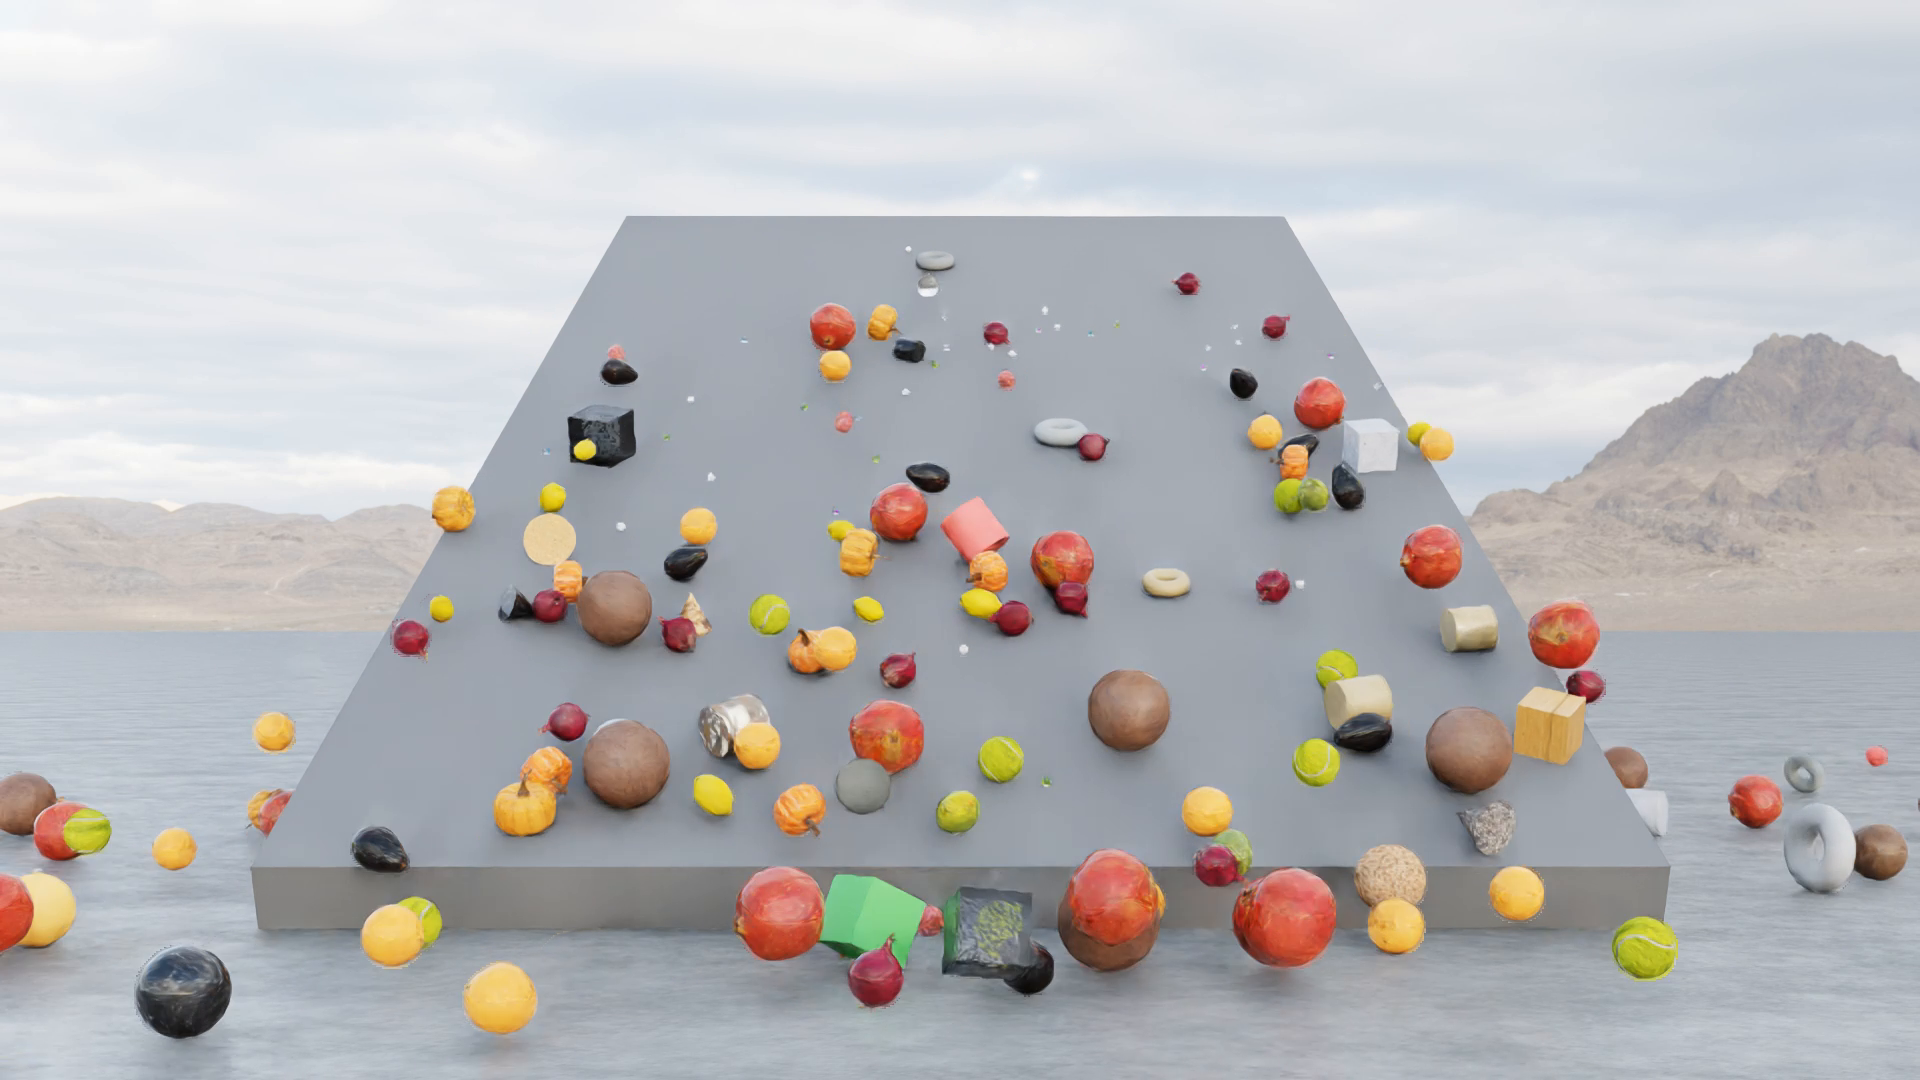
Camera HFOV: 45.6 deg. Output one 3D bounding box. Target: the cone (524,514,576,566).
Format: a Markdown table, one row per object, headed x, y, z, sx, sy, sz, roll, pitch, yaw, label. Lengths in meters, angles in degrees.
| x | y | z | sx | sy | sz | roll | pitch | yaw | label |
| --- | --- | --- | --- | --- | --- | --- | --- | --- | --- |
| -0.772 | 0.004 | 4.330 | 0.098 | 0.098 | 0.098 | 0 | -5 | -3 | cone |

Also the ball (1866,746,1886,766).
| x | y | z | sx | sy | sz | roll | pitch | yaw | label |
| --- | --- | --- | --- | --- | --- | --- | --- | --- | --- |
| 2.798 | 0.661 | 6.978 | 0.060 | 0.060 | 0.060 | 0 | -2 | 0 | ball |

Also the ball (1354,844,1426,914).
| x | y | z | sx | sy | sz | roll | pitch | yaw | label |
| --- | --- | --- | --- | --- | --- | --- | --- | --- | --- |
| 0.579 | 0.457 | 3.074 | 0.094 | 0.094 | 0.094 | 0 | -2 | 0 | ball |

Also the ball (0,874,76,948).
| x | y | z | sx | sy | sz | roll | pitch | yaw | label |
| --- | --- | --- | --- | --- | --- | --- | --- | --- | --- |
| -1.241 | 0.497 | 3.070 | 0.098 | 0.098 | 0.098 | 0 | -2 | 0 | ball |

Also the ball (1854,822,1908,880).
| x | y | z | sx | sy | sz | roll | pitch | yaw | label |
| --- | --- | --- | --- | --- | --- | --- | --- | --- | --- |
| 1.555 | 0.527 | 3.870 | 0.097 | 0.097 | 0.097 | 0 | -2 | 0 | ball |

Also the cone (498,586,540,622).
| x | y | z | sx | sy | sz | roll | pitch | yaw | label |
| --- | --- | --- | --- | --- | --- | --- | --- | --- | --- |
| -0.772 | 0.121 | 4.048 | 0.066 | 0.066 | 0.066 | 19 | -12 | -31 | cone |

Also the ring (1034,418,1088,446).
| x | y | z | sx | sy | sz | roll | pitch | yaw | label |
| --- | --- | --- | --- | --- | --- | --- | --- | --- | --- |
| 0.219 | -0.233 | 4.954 | 0.116 | 0.039 | 0.116 | 1 | 21 | -1 | ring |

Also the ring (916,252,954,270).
| x | y | z | sx | sy | sz | roll | pitch | yaw | label |
| --- | --- | --- | --- | --- | --- | --- | --- | --- | --- |
| -0.070 | -0.777 | 6.359 | 0.109 | 0.036 | 0.109 | 0 | 23 | 0 | ring |

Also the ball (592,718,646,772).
| x | y | z | sx | sy | sz | roll | pitch | yaw | label |
| --- | --- | --- | --- | --- | --- | --- | --- | --- | --- |
| -0.520 | 0.313 | 3.480 | 0.082 | 0.082 | 0.082 | 0 | -2 | 0 | ball |

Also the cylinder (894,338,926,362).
| x | y | z | sx | sy | sz | roll | pitch | yaw | label |
| --- | --- | --- | --- | --- | --- | --- | --- | --- | --- |
| -0.121 | -0.459 | 5.513 | 0.053 | 0.053 | 0.053 | 14 | 6 | 32 | cylinder |

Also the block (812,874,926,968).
| x | y | z | sx | sy | sz | roll | pitch | yaw | label |
| --- | --- | --- | --- | --- | --- | --- | --- | --- | --- |
| -0.114 | 0.476 | 2.855 | 0.087 | 0.087 | 0.087 | 32 | -23 | -30 | block |

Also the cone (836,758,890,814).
| x | y | z | sx | sy | sz | roll | pitch | yaw | label |
| --- | --- | --- | --- | --- | --- | --- | --- | --- | --- |
| -0.139 | 0.367 | 3.406 | 0.082 | 0.082 | 0.082 | 0 | -6 | 6 | cone |

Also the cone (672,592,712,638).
| x | y | z | sx | sy | sz | roll | pitch | yaw | label |
| --- | --- | --- | --- | --- | --- | --- | --- | --- | --- |
| -0.468 | 0.124 | 3.986 | 0.070 | 0.070 | 0.070 | 0 | 21 | 0 | cone |

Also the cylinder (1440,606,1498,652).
| x | y | z | sx | sy | sz | roll | pitch | yaw | label |
| --- | --- | --- | --- | --- | --- | --- | --- | --- | --- |
| 0.872 | 0.152 | 3.910 | 0.074 | 0.074 | 0.074 | -5 | -1 | -9 | cylinder |

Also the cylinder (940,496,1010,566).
| x | y | z | sx | sy | sz | roll | pitch | yaw | label |
| --- | --- | --- | --- | --- | --- | --- | --- | --- | --- |
| 0.028 | -0.015 | 4.258 | 0.093 | 0.093 | 0.093 | -36 | -11 | -8 | cylinder |

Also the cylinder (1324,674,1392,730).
| x | y | z | sx | sy | sz | roll | pitch | yaw | label |
| --- | --- | --- | --- | --- | --- | --- | --- | --- | --- |
| 0.630 | 0.257 | 3.613 | 0.080 | 0.080 | 0.080 | -6 | 0 | -18 | cylinder |

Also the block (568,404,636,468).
| x | y | z | sx | sy | sz | roll | pitch | yaw | label |
| --- | --- | --- | --- | --- | --- | --- | --- | --- | --- |
| -0.757 | -0.221 | 4.833 | 0.099 | 0.099 | 0.099 | 9 | 23 | 23 | block |

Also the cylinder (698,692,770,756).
| x | y | z | sx | sy | sz | roll | pitch | yaw | label |
| --- | --- | --- | --- | --- | --- | --- | --- | --- | --- |
| -0.351 | 0.287 | 3.551 | 0.080 | 0.080 | 0.080 | -19 | 11 | -40 | cylinder |

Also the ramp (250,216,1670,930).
| x | y | z | sx | sy | sz | roll | pitch | yaw | label |
| --- | --- | --- | --- | --- | --- | --- | --- | --- | --- |
| -0.006 | -0.216 | 5.099 | 2.000 | 0.100 | 4.000 | 0 | 21 | 0 | ramp |

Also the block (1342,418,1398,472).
| x | y | z | sx | sy | sz | roll | pitch | yaw | label |
| --- | --- | --- | --- | --- | --- | --- | --- | --- | --- |
| 0.863 | -0.199 | 4.803 | 0.086 | 0.086 | 0.086 | -5 | 22 | -12 | block |

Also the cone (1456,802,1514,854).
| x | y | z | sx | sy | sz | roll | pitch | yaw | label |
| --- | --- | --- | --- | --- | --- | --- | --- | --- | --- |
| 0.739 | 0.401 | 3.276 | 0.079 | 0.079 | 0.079 | 1 | 10 | -33 | cone |

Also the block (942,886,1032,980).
| x | y | z | sx | sy | sz | roll | pitch | yaw | label |
| --- | --- | --- | --- | --- | --- | --- | --- | --- | --- |
| 0.030 | 0.441 | 2.559 | 0.082 | 0.082 | 0.082 | 7 | -22 | -10 | block |

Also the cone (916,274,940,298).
| x | y | z | sx | sy | sz | roll | pitch | yaw | label |
| --- | --- | --- | --- | --- | --- | --- | --- | --- | --- |
| -0.082 | -0.672 | 6.099 | 0.060 | 0.060 | 0.060 | 0 | -6 | 5 | cone |

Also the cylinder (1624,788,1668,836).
| x | y | z | sx | sy | sz | roll | pitch | yaw | label |
| --- | --- | --- | --- | --- | --- | --- | --- | --- | --- |
| 1.395 | 0.559 | 4.689 | 0.093 | 0.093 | 0.093 | 0 | -2 | 30 | cylinder |

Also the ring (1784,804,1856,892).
| x | y | z | sx | sy | sz | roll | pitch | yaw | label |
| --- | --- | --- | --- | --- | --- | --- | --- | --- | --- |
| 1.389 | 0.498 | 3.693 | 0.048 | 0.144 | 0.144 | 4 | -3 | -20 | ring |

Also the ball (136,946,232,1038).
| x | y | z | sx | sy | sz | roll | pitch | yaw | label |
| --- | --- | --- | --- | --- | --- | --- | --- | --- | --- |
| -0.814 | 0.474 | 2.395 | 0.096 | 0.096 | 0.096 | 0 | -2 | 0 | ball |

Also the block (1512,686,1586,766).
| x | y | z | sx | sy | sz | roll | pitch | yaw | label |
| --- | --- | --- | --- | --- | --- | --- | --- | --- | --- |
| 0.917 | 0.288 | 3.551 | 0.082 | 0.082 | 0.082 | 13 | 25 | 30 | block |

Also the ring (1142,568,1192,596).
| x | y | z | sx | sy | sz | roll | pitch | yaw | label |
| --- | --- | --- | --- | --- | --- | --- | --- | --- | --- |
| 0.376 | 0.078 | 4.164 | 0.090 | 0.030 | 0.090 | 0 | 23 | 0 | ring |
